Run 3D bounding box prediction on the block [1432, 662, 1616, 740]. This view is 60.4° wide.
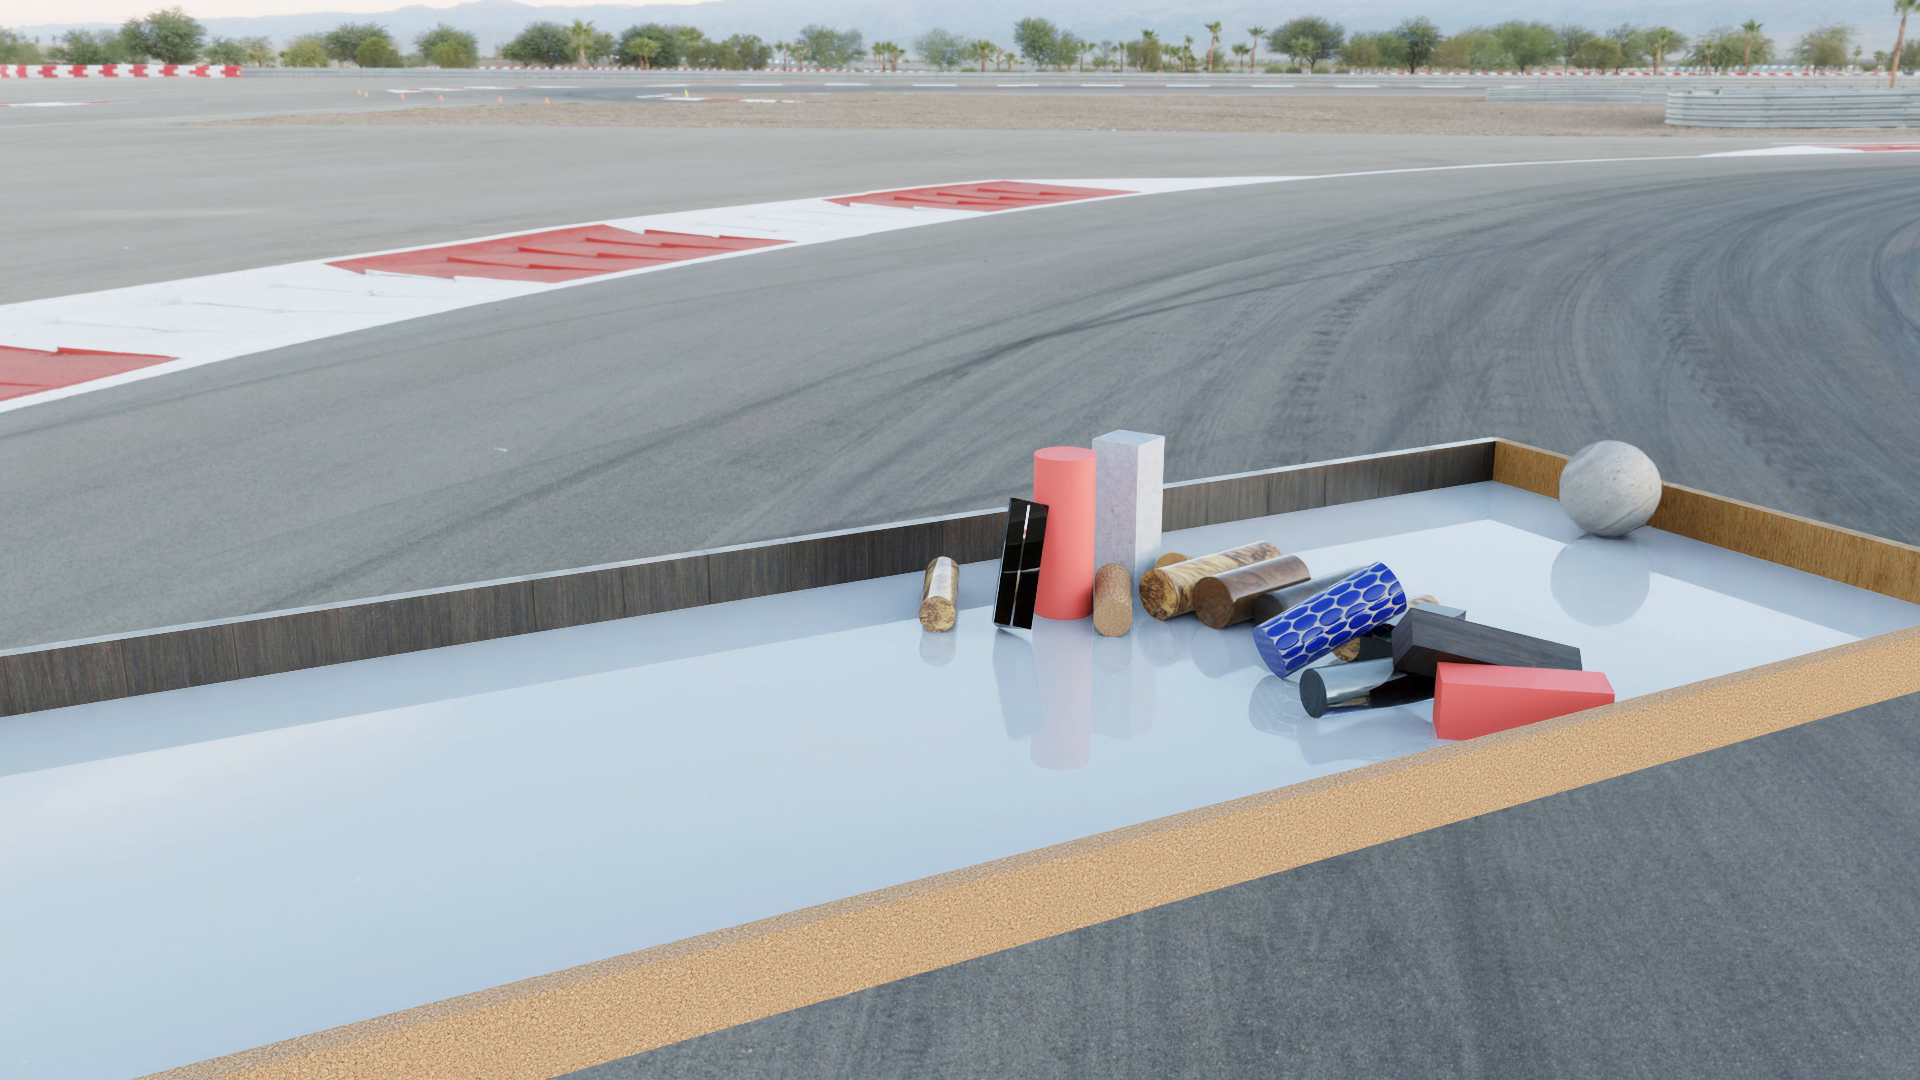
[{"bbox_3d":[1.296,0.382,3.810,0.374,0.138,0.138,3,17,10],"label":"block"}]

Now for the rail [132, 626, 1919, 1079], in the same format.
[{"bbox_3d":[-2.336,1.006,1.665,12.000,0.150,0.050,-9,18,-27],"label":"rail"}]

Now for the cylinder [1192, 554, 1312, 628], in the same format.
[{"bbox_3d":[0.819,0.142,4.615,0.334,0.145,0.145,-13,21,-38],"label":"cylinder"}]

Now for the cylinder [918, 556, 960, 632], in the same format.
[{"bbox_3d":[-0.056,0.150,4.665,0.100,0.100,0.380,0,16,2],"label":"cylinder"}]

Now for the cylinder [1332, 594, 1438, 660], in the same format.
[{"bbox_3d":[1.133,0.230,4.387,0.359,0.105,0.105,-13,21,-38],"label":"cylinder"}]

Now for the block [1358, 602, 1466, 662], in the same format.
[{"bbox_3d":[1.162,0.268,4.232,0.118,0.118,0.357,14,21,39],"label":"block"}]

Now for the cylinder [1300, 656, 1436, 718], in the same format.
[{"bbox_3d":[1.042,0.341,3.982,0.442,0.119,0.119,-6,17,-20],"label":"cylinder"}]

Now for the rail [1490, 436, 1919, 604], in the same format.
[{"bbox_3d":[2.466,-0.048,5.253,0.050,0.150,2.100,-9,18,-27],"label":"rail"}]

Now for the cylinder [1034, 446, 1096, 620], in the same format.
[{"bbox_3d":[0.291,-0.020,4.614,0.172,0.456,0.172,0,16,0],"label":"cylinder"}]

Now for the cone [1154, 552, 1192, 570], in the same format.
[{"bbox_3d":[0.706,0.087,4.950,0.123,0.123,0.333,10,8,30],"label":"cone"}]

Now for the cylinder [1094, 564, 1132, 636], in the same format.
[{"bbox_3d":[0.428,0.164,4.610,0.105,0.105,0.340,1,16,5],"label":"cylinder"}]

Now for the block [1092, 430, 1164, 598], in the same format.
[{"bbox_3d":[0.486,-0.079,4.821,0.152,0.452,0.152,11,20,34],"label":"block"}]

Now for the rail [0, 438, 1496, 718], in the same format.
[{"bbox_3d":[-3.305,0.497,3.399,12.000,0.150,0.050,-9,18,-27],"label":"rail"}]

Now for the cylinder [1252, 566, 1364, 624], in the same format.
[{"bbox_3d":[0.998,0.163,4.602,0.414,0.112,0.112,-13,21,-37],"label":"cylinder"}]

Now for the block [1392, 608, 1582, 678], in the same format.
[{"bbox_3d":[1.260,0.282,3.943,0.432,0.107,0.107,14,52,-6],"label":"block"}]

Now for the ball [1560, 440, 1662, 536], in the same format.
[{"bbox_3d":[2.117,-0.167,5.373,0.311,0.311,0.311,0,16,0],"label":"ball"}]

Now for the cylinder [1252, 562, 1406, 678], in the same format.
[{"bbox_3d":[0.937,0.202,4.182,0.363,0.147,0.147,-27,23,-11],"label":"cylinder"}]

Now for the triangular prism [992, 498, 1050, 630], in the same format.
[{"bbox_3d":[0.148,0.068,4.514,0.115,0.344,0.099,12,-9,-19],"label":"triangular prism"}]

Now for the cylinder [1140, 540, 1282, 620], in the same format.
[{"bbox_3d":[0.725,0.111,4.724,0.455,0.142,0.142,-13,21,-38],"label":"cylinder"}]
